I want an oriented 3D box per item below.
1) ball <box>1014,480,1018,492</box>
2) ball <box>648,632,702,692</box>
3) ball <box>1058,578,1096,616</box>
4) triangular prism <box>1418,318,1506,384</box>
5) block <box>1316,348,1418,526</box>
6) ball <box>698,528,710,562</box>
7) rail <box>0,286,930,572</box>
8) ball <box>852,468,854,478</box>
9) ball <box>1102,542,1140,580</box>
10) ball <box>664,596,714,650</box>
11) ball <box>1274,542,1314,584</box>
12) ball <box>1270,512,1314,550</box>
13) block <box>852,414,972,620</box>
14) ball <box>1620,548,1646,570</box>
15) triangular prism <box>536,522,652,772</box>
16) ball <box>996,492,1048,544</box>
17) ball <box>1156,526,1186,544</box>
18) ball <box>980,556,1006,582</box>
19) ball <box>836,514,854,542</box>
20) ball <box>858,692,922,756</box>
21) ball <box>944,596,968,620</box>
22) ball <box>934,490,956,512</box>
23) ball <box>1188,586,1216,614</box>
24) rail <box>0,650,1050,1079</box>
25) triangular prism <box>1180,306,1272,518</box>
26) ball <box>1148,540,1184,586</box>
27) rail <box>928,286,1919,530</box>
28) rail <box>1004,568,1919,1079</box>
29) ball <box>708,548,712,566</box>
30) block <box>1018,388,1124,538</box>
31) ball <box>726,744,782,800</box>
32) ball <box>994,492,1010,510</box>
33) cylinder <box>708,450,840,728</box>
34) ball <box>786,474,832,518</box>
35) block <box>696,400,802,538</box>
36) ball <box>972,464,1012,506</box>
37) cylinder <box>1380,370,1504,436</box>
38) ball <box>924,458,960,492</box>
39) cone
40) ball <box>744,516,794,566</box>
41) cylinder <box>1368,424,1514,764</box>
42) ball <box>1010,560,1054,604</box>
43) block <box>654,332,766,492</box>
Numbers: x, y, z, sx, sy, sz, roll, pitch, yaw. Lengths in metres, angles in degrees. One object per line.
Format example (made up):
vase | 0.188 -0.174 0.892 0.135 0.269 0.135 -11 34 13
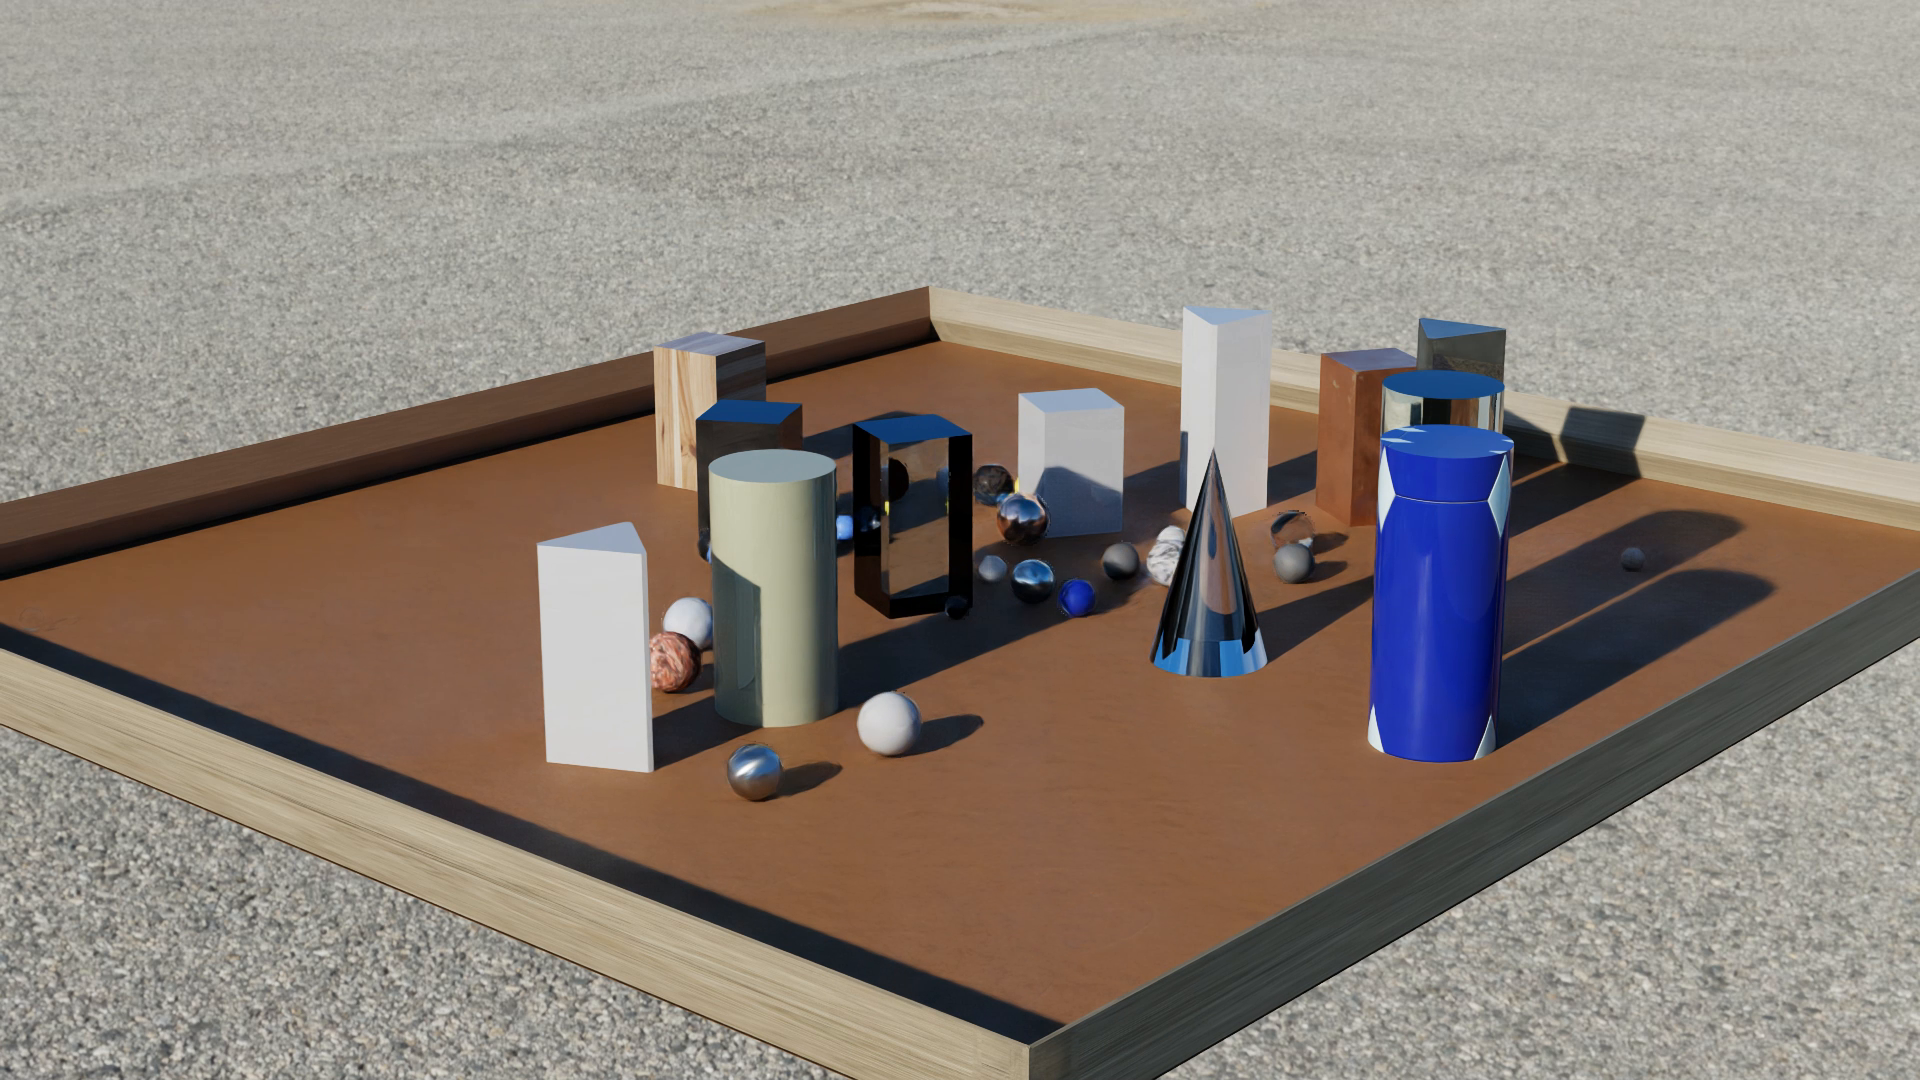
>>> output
ball | 0.141 -0.096 5.636 0.075 0.075 0.075 0 17 0
ball | -0.458 0.193 4.640 0.096 0.096 0.096 0 17 0
ball | 0.200 0.098 5.010 0.065 0.065 0.065 0 17 0
triangular prism | 0.880 -0.194 5.384 0.168 0.408 0.146 -9 19 -26
block | 0.785 -0.197 5.579 0.156 0.301 0.156 -5 18 -17
ball | -0.442 0.010 5.301 0.065 0.065 0.065 0 17 0
rail | -1.019 -0.224 5.967 0.045 0.126 2.933 14 22 39
ball | -0.166 -0.131 5.728 0.088 0.088 0.088 0 17 0
ball | 0.286 0.038 5.205 0.067 0.067 0.067 0 17 0
ball | -0.444 0.139 4.831 0.090 0.090 0.090 0 17 0
ball | 0.591 0.041 5.187 0.072 0.072 0.072 0 17 0
ball | 0.605 -0.011 5.345 0.081 0.081 0.081 0 17 0
block | -0.082 -0.042 5.052 0.156 0.309 0.156 -8 18 -24
ball | 1.207 0.034 5.260 0.043 0.043 0.043 0 17 0
triangular prism | -0.515 0.154 4.356 0.168 0.336 0.146 5 17 16
ball | 0.115 -0.040 5.413 0.097 0.097 0.097 0 17 0
ball | 0.387 0.004 5.334 0.059 0.059 0.059 0 17 0
ball | 0.058 0.052 5.192 0.049 0.049 0.049 0 17 0
ball | -0.214 -0.021 5.430 0.051 0.051 0.051 0 17 0
ball | -0.106 0.274 4.373 0.096 0.096 0.096 0 17 0
ball | -0.007 0.114 4.997 0.041 0.041 0.041 0 17 0
ball | -0.028 -0.075 5.623 0.043 0.043 0.043 0 17 0
ball | 0.416 0.102 5.028 0.047 0.047 0.047 0 17 0
rail | -0.946 0.346 4.077 2.745 0.126 0.045 14 22 39
triangular prism | 0.479 -0.246 5.595 0.168 0.385 0.146 -16 23 -42
ball | 0.372 0.041 5.167 0.084 0.084 0.084 0 17 0
rail | 0.946 -0.283 6.163 2.745 0.126 0.045 14 22 39
rail | 1.019 0.287 4.274 0.045 0.126 2.933 14 22 39
ball | -0.417 0.027 5.241 0.068 0.068 0.068 0 17 0
block | 0.208 -0.146 5.516 0.156 0.240 0.156 -5 17 -16
ball | -0.295 0.332 4.206 0.081 0.081 0.081 0 17 0
ball | 0.085 -0.072 5.615 0.040 0.040 0.040 0 17 0
cylinder | -0.286 0.073 4.533 0.194 0.389 0.194 0 17 0
ball | -0.287 -0.084 5.580 0.084 0.084 0.084 0 17 0
block | -0.383 -0.111 5.371 0.156 0.257 0.156 4 17 12
ball | 0.061 -0.107 5.660 0.081 0.081 0.081 0 17 0
cylinder | 0.774 -0.031 4.761 0.194 0.456 0.194 0 17 0
ball | -0.037 -0.127 5.746 0.070 0.070 0.070 0 17 0
cone | 0.407 0.021 4.756 0.194 0.359 0.194 0 17 0
ball | -0.343 0.001 5.243 0.089 0.089 0.089 0 17 0
cylinder | 0.715 0.079 4.375 0.194 0.468 0.194 0 17 0
ball | 0.125 0.072 5.076 0.077 0.077 0.077 0 17 0
block | -0.492 -0.252 5.799 0.156 0.279 0.156 11 20 33
